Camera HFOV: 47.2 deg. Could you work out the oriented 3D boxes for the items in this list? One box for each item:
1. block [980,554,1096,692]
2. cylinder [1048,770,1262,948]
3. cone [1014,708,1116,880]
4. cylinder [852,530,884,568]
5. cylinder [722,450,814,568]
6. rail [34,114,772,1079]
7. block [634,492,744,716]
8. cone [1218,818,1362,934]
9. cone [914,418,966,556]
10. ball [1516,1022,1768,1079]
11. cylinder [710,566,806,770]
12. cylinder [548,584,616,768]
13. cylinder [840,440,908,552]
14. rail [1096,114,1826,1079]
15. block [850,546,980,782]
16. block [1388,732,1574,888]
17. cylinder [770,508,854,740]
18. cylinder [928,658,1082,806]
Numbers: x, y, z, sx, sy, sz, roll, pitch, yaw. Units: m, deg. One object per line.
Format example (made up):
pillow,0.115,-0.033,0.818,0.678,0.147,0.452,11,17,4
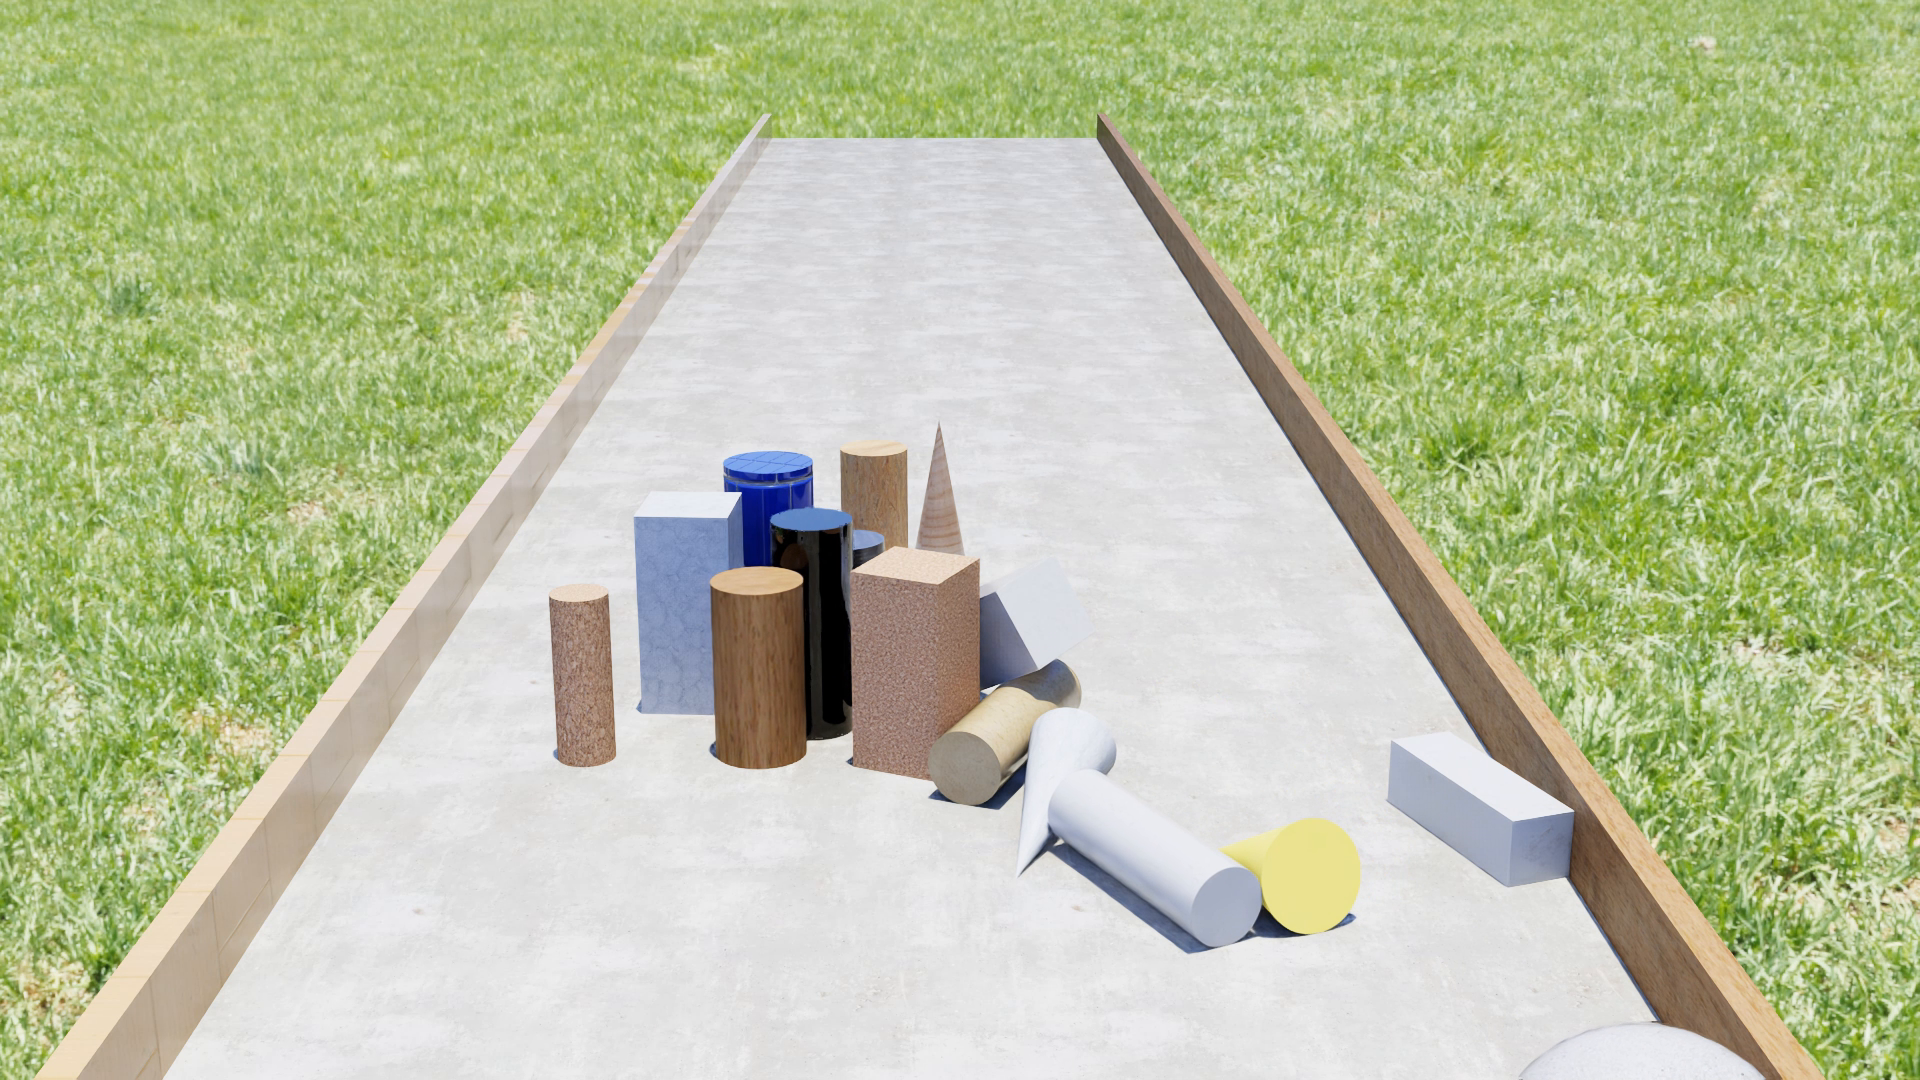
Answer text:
block,0.051,0.174,4.039,0.157,0.157,0.368,-31,4,-38
cylinder,0.293,0.483,3.382,0.126,0.126,0.415,-8,19,-26
cone,0.139,0.443,3.604,0.154,0.154,0.392,5,28,16
cylinder,-0.208,0.152,4.152,0.141,0.317,0.141,-1,16,0
cylinder,-0.375,0.046,4.350,0.176,0.413,0.176,0,17,0
rail,-1.118,-0.838,7.780,0.050,0.150,12.000,0,17,-1
block,-0.506,0.118,4.151,0.173,0.386,0.173,1,17,3
cone,0.463,0.500,3.401,0.172,0.172,0.305,-7,2,-23
cone,-0.046,-0.093,4.899,0.134,0.365,0.134,0,17,0
ball,0.726,0.685,2.323,0.342,0.342,0.342,0,17,0
cylinder,-0.356,0.226,3.901,0.163,0.323,0.163,0,17,0
cylinder,-0.666,0.239,3.883,0.103,0.308,0.103,0,17,0
cylinder,-0.179,-0.011,4.605,0.139,0.375,0.139,0,17,0
rail,0.932,-0.844,7.801,0.050,0.150,12.000,0,17,-1
block,-0.077,0.216,3.867,0.168,0.361,0.168,8,18,24
block,0.841,0.432,3.576,0.112,0.112,0.359,-6,18,-19
cylinder,-0.268,0.153,4.014,0.149,0.398,0.149,0,17,0
cylinder,0.085,0.331,3.880,0.133,0.133,0.406,7,18,21
